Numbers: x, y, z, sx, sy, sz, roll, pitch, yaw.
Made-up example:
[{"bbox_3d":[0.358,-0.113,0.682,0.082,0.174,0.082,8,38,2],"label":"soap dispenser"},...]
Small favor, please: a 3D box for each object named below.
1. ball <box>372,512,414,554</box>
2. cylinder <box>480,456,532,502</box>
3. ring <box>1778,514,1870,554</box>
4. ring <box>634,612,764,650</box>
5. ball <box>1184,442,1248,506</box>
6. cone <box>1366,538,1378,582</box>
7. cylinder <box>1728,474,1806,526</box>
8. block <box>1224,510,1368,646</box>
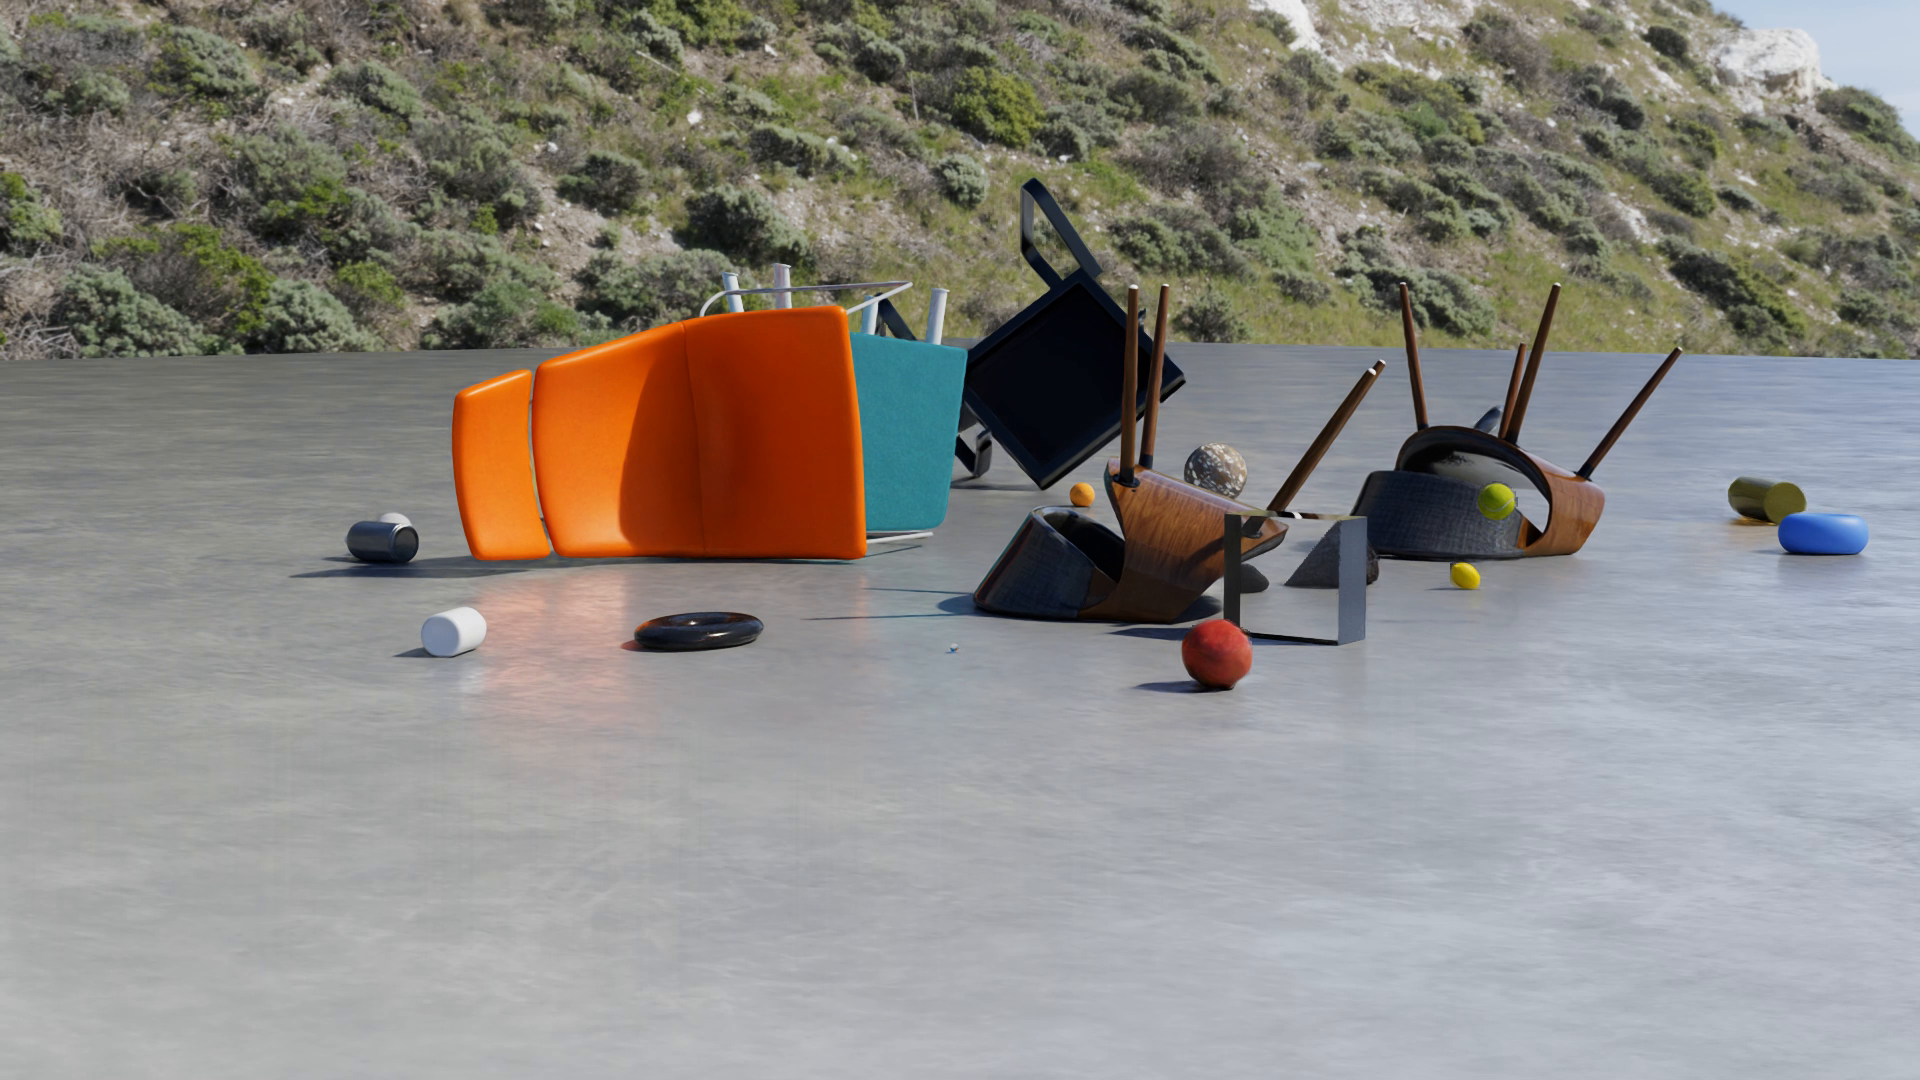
[{"bbox_3d":[-1.343,-0.015,6.075,0.099,0.099,0.099,0,6,0],"label":"ball"},{"bbox_3d":[-1.333,-0.181,7.542,0.147,0.129,0.136,-7,7,-11],"label":"cylinder"},{"bbox_3d":[2.058,-0.015,6.116,0.210,0.092,0.153,1,4,2],"label":"ring"},{"bbox_3d":[-0.469,0.164,4.618,0.201,0.043,0.276,5,8,33],"label":"ring"},{"bbox_3d":[0.734,-0.190,7.369,0.182,0.182,0.182,0,6,0],"label":"ball"},{"bbox_3d":[0.788,0.059,5.508,0.165,0.143,0.186,-26,-7,-8],"label":"cone"},{"bbox_3d":[2.168,-0.108,6.902,0.113,0.116,0.256,-18,7,-2],"label":"cylinder"},{"bbox_3d":[0.610,0.066,4.677,0.236,0.224,0.105,4,7,36],"label":"block"}]
